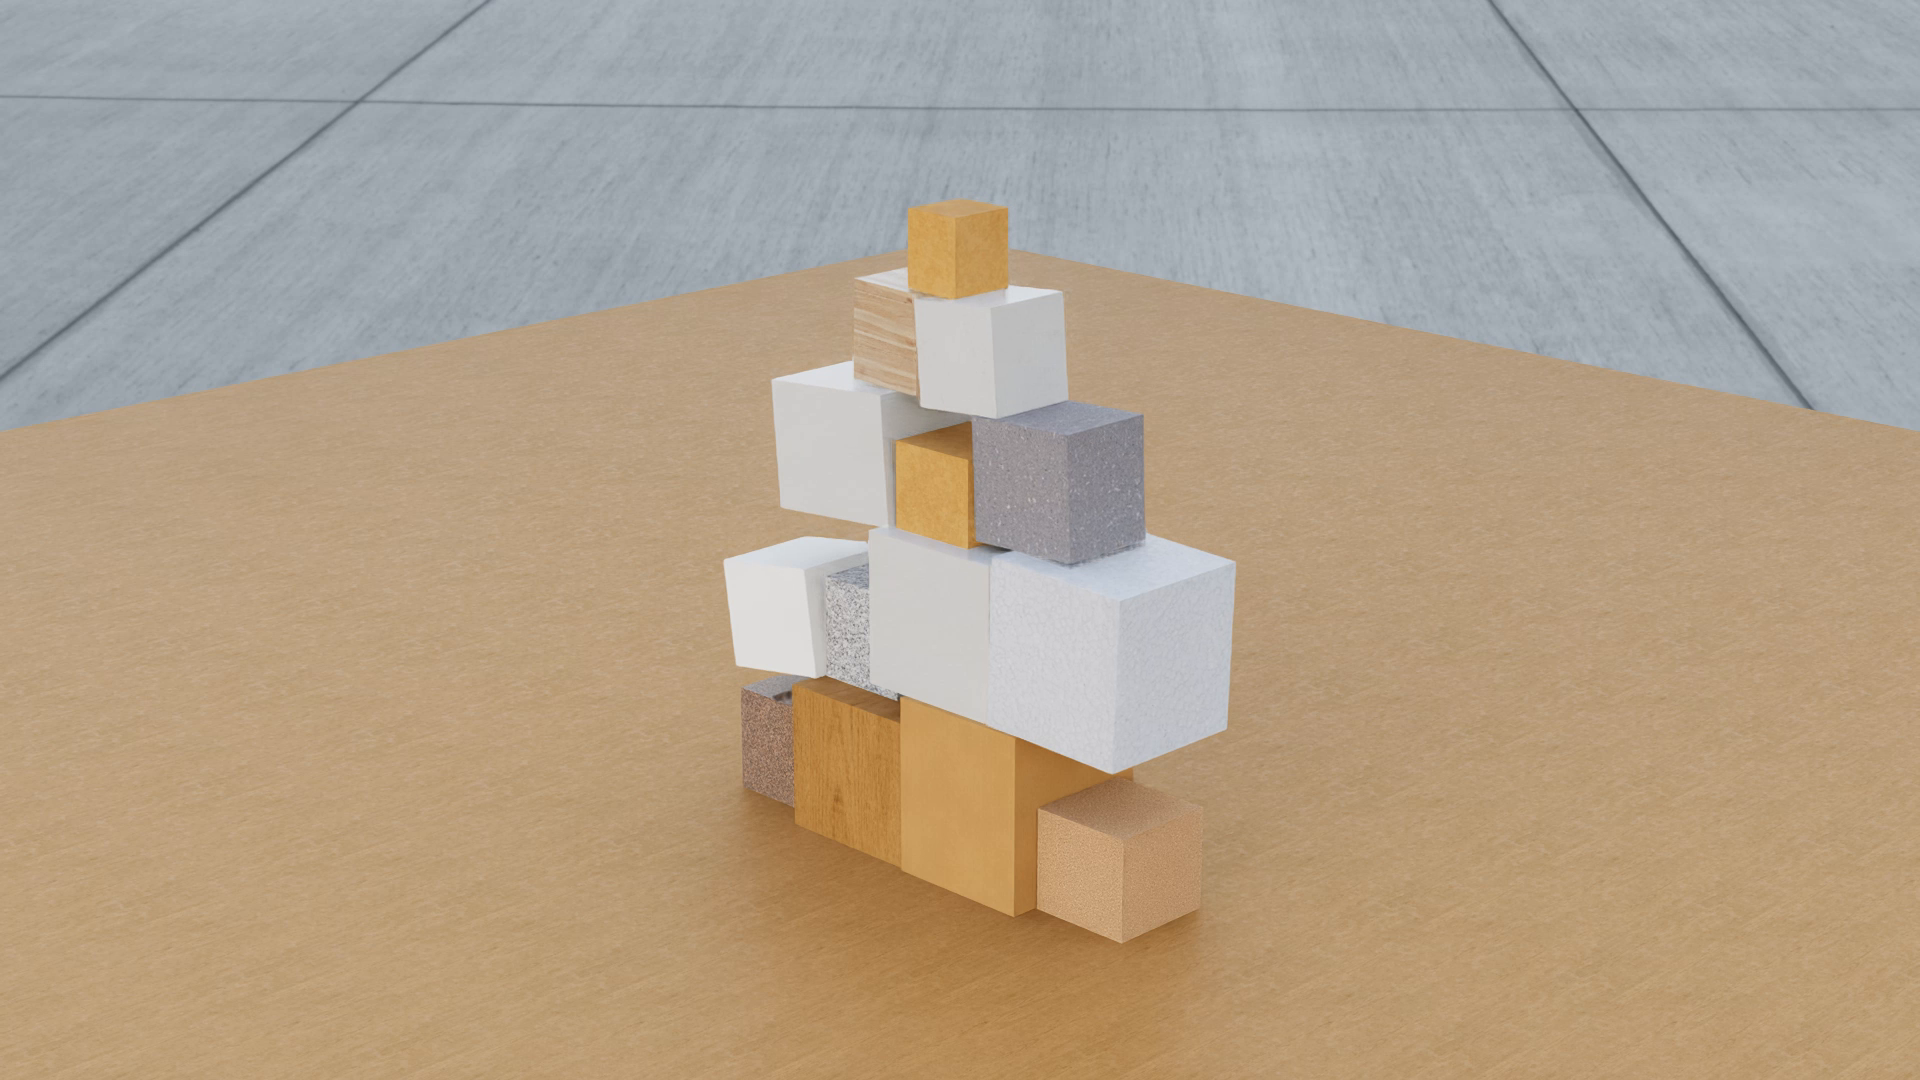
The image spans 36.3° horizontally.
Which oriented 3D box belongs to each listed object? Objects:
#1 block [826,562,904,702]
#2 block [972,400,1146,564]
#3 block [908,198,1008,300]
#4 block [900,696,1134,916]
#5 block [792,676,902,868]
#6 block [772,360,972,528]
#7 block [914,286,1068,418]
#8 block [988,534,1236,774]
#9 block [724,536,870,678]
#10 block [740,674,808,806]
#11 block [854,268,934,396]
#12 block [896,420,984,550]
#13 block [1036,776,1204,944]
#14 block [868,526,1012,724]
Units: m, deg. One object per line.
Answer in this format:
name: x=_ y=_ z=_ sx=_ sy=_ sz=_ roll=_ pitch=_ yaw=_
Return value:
block: x=-0.314 y=0.413 z=13.823 sx=0.418 sy=0.500 sz=0.482 roll=-17 pitch=24 yaw=-42
block: x=0.432 y=-0.269 z=12.799 sx=0.484 sy=0.563 sz=0.568 roll=-17 pitch=21 yaw=-42
block: x=-0.008 y=-1.290 z=12.968 sx=0.333 sy=0.364 sz=0.296 roll=-17 pitch=24 yaw=-42
block: x=0.261 y=1.110 z=13.395 sx=0.781 sy=0.850 sz=0.720 roll=-17 pitch=24 yaw=-42
block: x=-0.245 y=1.013 z=13.935 sx=0.794 sy=0.711 sz=0.745 roll=-17 pitch=24 yaw=-42
block: x=-0.383 y=-0.462 z=13.603 sx=0.608 sy=0.612 sz=0.732 roll=-17 pitch=19 yaw=-42
block: x=0.140 y=-0.840 z=12.942 sx=0.456 sy=0.485 sz=0.469 roll=-17 pitch=19 yaw=-42
block: x=0.656 y=0.454 z=12.784 sx=0.753 sy=0.781 sz=0.743 roll=-17 pitch=26 yaw=-42
block: x=-0.719 y=0.318 z=14.214 sx=0.544 sy=0.530 sz=0.586 roll=-17 pitch=15 yaw=-42
block: x=-0.718 y=0.972 z=14.381 sx=0.476 sy=0.522 sz=0.522 roll=-17 pitch=24 yaw=-42
block: x=-0.191 y=-0.951 z=13.261 sx=0.411 sy=0.465 sz=0.406 roll=19 pitch=25 yaw=42
block: x=0.049 y=-0.254 z=13.191 sx=0.496 sy=0.410 sz=0.455 roll=-17 pitch=24 yaw=-42
block: x=0.710 y=1.414 z=13.035 sx=0.527 sy=0.485 sz=0.510 roll=-17 pitch=24 yaw=-42
block: x=0.119 y=0.306 z=13.314 sx=0.746 sy=0.733 sz=0.751 roll=-17 pitch=24 yaw=-42
